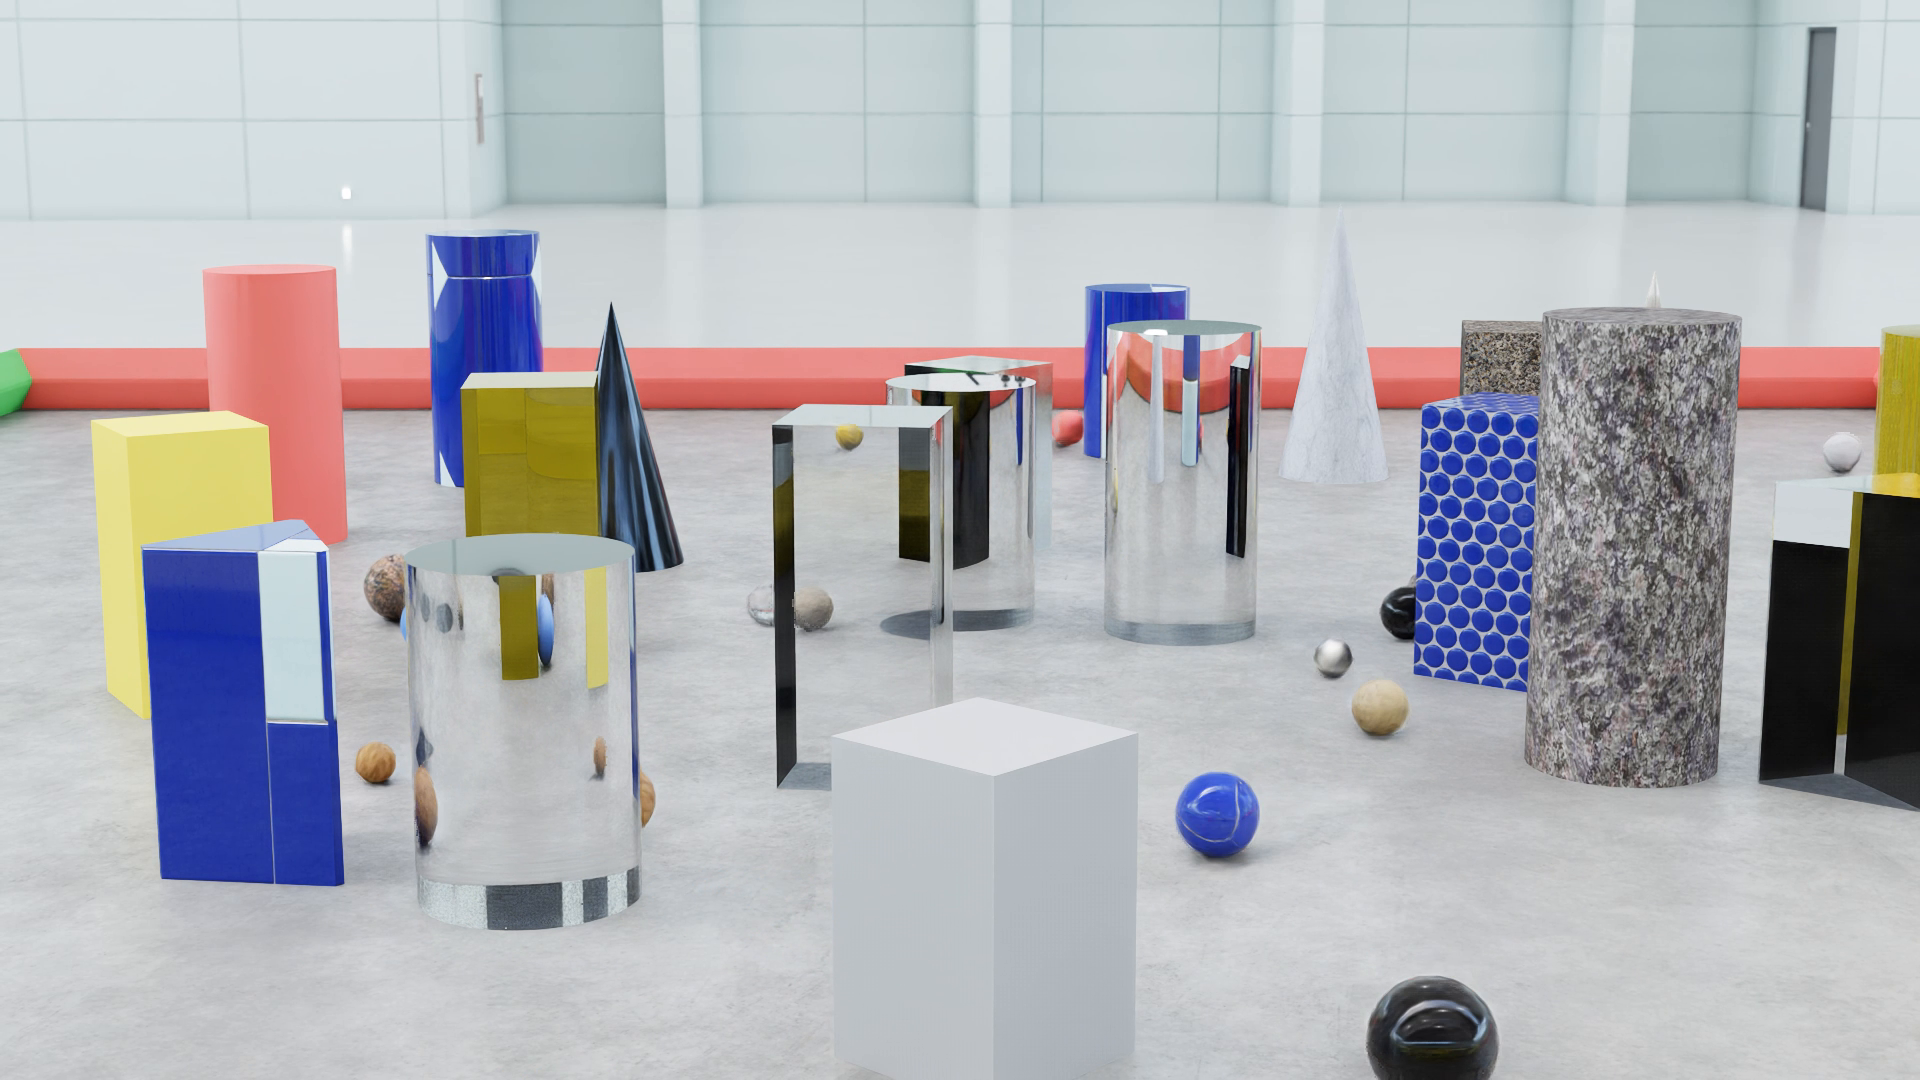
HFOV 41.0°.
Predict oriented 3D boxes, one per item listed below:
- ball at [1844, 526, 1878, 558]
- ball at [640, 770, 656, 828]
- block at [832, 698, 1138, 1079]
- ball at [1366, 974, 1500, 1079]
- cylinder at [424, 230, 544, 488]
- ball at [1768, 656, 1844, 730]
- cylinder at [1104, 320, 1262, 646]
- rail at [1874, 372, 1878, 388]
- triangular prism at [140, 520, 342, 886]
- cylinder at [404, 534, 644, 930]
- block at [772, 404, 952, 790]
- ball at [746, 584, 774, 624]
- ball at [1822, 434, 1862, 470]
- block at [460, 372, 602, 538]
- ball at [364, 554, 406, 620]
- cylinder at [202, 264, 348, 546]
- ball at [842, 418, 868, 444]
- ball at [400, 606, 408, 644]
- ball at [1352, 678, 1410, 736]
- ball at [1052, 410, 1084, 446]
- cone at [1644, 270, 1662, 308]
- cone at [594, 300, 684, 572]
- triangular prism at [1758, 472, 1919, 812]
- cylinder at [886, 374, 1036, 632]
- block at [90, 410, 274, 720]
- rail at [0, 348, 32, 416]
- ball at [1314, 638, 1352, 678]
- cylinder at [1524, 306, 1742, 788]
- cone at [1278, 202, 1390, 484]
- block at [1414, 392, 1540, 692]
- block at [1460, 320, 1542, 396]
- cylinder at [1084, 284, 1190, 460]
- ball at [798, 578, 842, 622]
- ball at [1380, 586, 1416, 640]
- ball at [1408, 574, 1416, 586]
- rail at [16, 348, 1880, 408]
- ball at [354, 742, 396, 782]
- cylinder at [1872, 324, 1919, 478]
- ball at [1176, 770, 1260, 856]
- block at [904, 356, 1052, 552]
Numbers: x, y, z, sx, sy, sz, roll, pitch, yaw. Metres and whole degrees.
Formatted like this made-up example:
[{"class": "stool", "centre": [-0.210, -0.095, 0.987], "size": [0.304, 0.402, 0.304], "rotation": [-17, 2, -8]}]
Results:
[{"class": "ball", "centre": [1.348, 0.003, 3.841], "size": [0.048, 0.048, 0.048], "rotation": [0, 10, 0]}, {"class": "ball", "centre": [-0.328, 0.248, 2.445], "size": [0.075, 0.075, 0.075], "rotation": [0, 10, 0]}, {"class": "block", "centre": [0.018, 0.263, 1.892], "size": [0.159, 0.246, 0.159], "rotation": [9, 14, 42]}, {"class": "ball", "centre": [0.334, 0.355, 1.814], "size": [0.093, 0.093, 0.093], "rotation": [0, 10, 0]}, {"class": "cylinder", "centre": [-0.836, -0.323, 4.535], "size": [0.198, 0.437, 0.198], "rotation": [0, 10, 0]}, {"class": "ball", "centre": [0.938, 0.170, 2.846], "size": [0.081, 0.081, 0.081], "rotation": [0, 10, 0]}, {"class": "cylinder", "centre": [0.287, -0.078, 3.320], "size": [0.198, 0.396, 0.198], "rotation": [0, 10, 0]}, {"class": "rail", "centre": [1.985, 0.031, 3.460], "size": [0.045, 0.129, 4.205], "rotation": [0, 10, 0]}, {"class": "triangular prism", "centre": [-0.632, 0.145, 2.364], "size": [0.172, 0.306, 0.149], "rotation": [1, 11, 7]}, {"class": "cylinder", "centre": [-0.382, 0.163, 2.257], "size": [0.198, 0.308, 0.198], "rotation": [0, 10, 0]}, {"class": "block", "centre": [-0.097, 0.057, 2.650], "size": [0.159, 0.375, 0.159], "rotation": [1, 11, 8]}, {"class": "ball", "centre": [-0.255, 0.085, 3.382], "size": [0.053, 0.053, 0.053], "rotation": [0, 10, 0]}, {"class": "ball", "centre": [1.603, -0.159, 4.663], "size": [0.067, 0.067, 0.067], "rotation": [0, 10, 0]}, {"class": "block", "centre": [-0.529, -0.029, 3.199], "size": [0.159, 0.344, 0.159], "rotation": [-1, 11, -6]}, {"class": "ball", "centre": [-0.748, 0.063, 3.409], "size": [0.087, 0.087, 0.087], "rotation": [0, 10, 0]}, {"class": "cylinder", "centre": [-1.056, -0.208, 3.960], "size": [0.198, 0.420, 0.198], "rotation": [0, 10, 0]}, {"class": "ball", "centre": [-0.204, -0.211, 4.983], "size": [0.053, 0.053, 0.053], "rotation": [0, 10, 0]}, {"class": "ball", "centre": [-0.650, 0.104, 3.185], "size": [0.088, 0.088, 0.088], "rotation": [0, 10, 0]}, {"class": "ball", "centre": [0.463, 0.184, 2.824], "size": [0.063, 0.063, 0.063], "rotation": [0, 10, 0]}, {"class": "ball", "centre": [0.210, -0.217, 4.979], "size": [0.067, 0.067, 0.067], "rotation": [0, 10, 0]}, {"class": "cone", "centre": [1.052, -0.202, 3.923], "size": [0.198, 0.421, 0.198], "rotation": [0, 10, 0]}, {"class": "cone", "centre": [-0.510, -0.160, 3.783], "size": [0.198, 0.389, 0.198], "rotation": [0, 10, 0]}, {"class": "triangular prism", "centre": [0.934, 0.095, 2.616], "size": [0.172, 0.313, 0.149], "rotation": [8, 13, 38]}, {"class": "cylinder", "centre": [0.001, -0.054, 3.412], "size": [0.198, 0.315, 0.198], "rotation": [0, 10, 0]}, {"class": "block", "centre": [-0.896, 0.024, 2.973], "size": [0.159, 0.322, 0.159], "rotation": [-6, 12, -31]}, {"class": "rail", "centre": [-1.985, 0.035, 3.438], "size": [0.045, 0.129, 4.205], "rotation": [0, 10, 0]}, {"class": "ball", "centre": [0.450, 0.142, 3.092], "size": [0.046, 0.046, 0.046], "rotation": [0, 10, 0]}, {"class": "cylinder", "centre": [0.699, 0.003, 2.673], "size": [0.198, 0.473, 0.198], "rotation": [0, 10, 0]}, {"class": "cone", "centre": [0.674, -0.358, 4.581], "size": [0.198, 0.488, 0.198], "rotation": [0, 10, 0]}, {"class": "block", "centre": [0.661, -0.002, 3.093], "size": [0.159, 0.329, 0.159], "rotation": [8, 13, 37]}, {"class": "block", "centre": [0.727, -0.079, 3.328], "size": [0.159, 0.396, 0.159], "rotation": [2, 11, 9]}, {"class": "cylinder", "centre": [0.333, -0.319, 4.846], "size": [0.198, 0.315, 0.198], "rotation": [0, 10, 0]}, {"class": "ball", "centre": [-0.187, 0.078, 3.404], "size": [0.058, 0.058, 0.058], "rotation": [0, 10, 0]}, {"class": "ball", "centre": [0.574, 0.093, 3.294], "size": [0.069, 0.069, 0.069], "rotation": [0, 10, 0]}, {"class": "ball", "centre": [0.633, 0.068, 3.459], "size": [0.059, 0.059, 0.059], "rotation": [0, 10, 0]}, {"class": "rail", "centre": [-0.012, -0.345, 5.493], "size": [4.018, 0.129, 0.045], "rotation": [0, 10, 0]}, {"class": "ball", "centre": [-0.601, 0.228, 2.638], "size": [0.042, 0.042, 0.042], "rotation": [0, 10, 0]}, {"class": "cylinder", "centre": [1.117, -0.013, 2.857], "size": [0.198, 0.437, 0.198], "rotation": [0, 10, 0]}, {"class": "ball", "centre": [0.240, 0.255, 2.393], "size": [0.079, 0.079, 0.079], "rotation": [0, 10, 0]}, {"class": "block", "centre": [0.028, -0.125, 3.883], "size": [0.159, 0.285, 0.159], "rotation": [9, 14, 39]}]
